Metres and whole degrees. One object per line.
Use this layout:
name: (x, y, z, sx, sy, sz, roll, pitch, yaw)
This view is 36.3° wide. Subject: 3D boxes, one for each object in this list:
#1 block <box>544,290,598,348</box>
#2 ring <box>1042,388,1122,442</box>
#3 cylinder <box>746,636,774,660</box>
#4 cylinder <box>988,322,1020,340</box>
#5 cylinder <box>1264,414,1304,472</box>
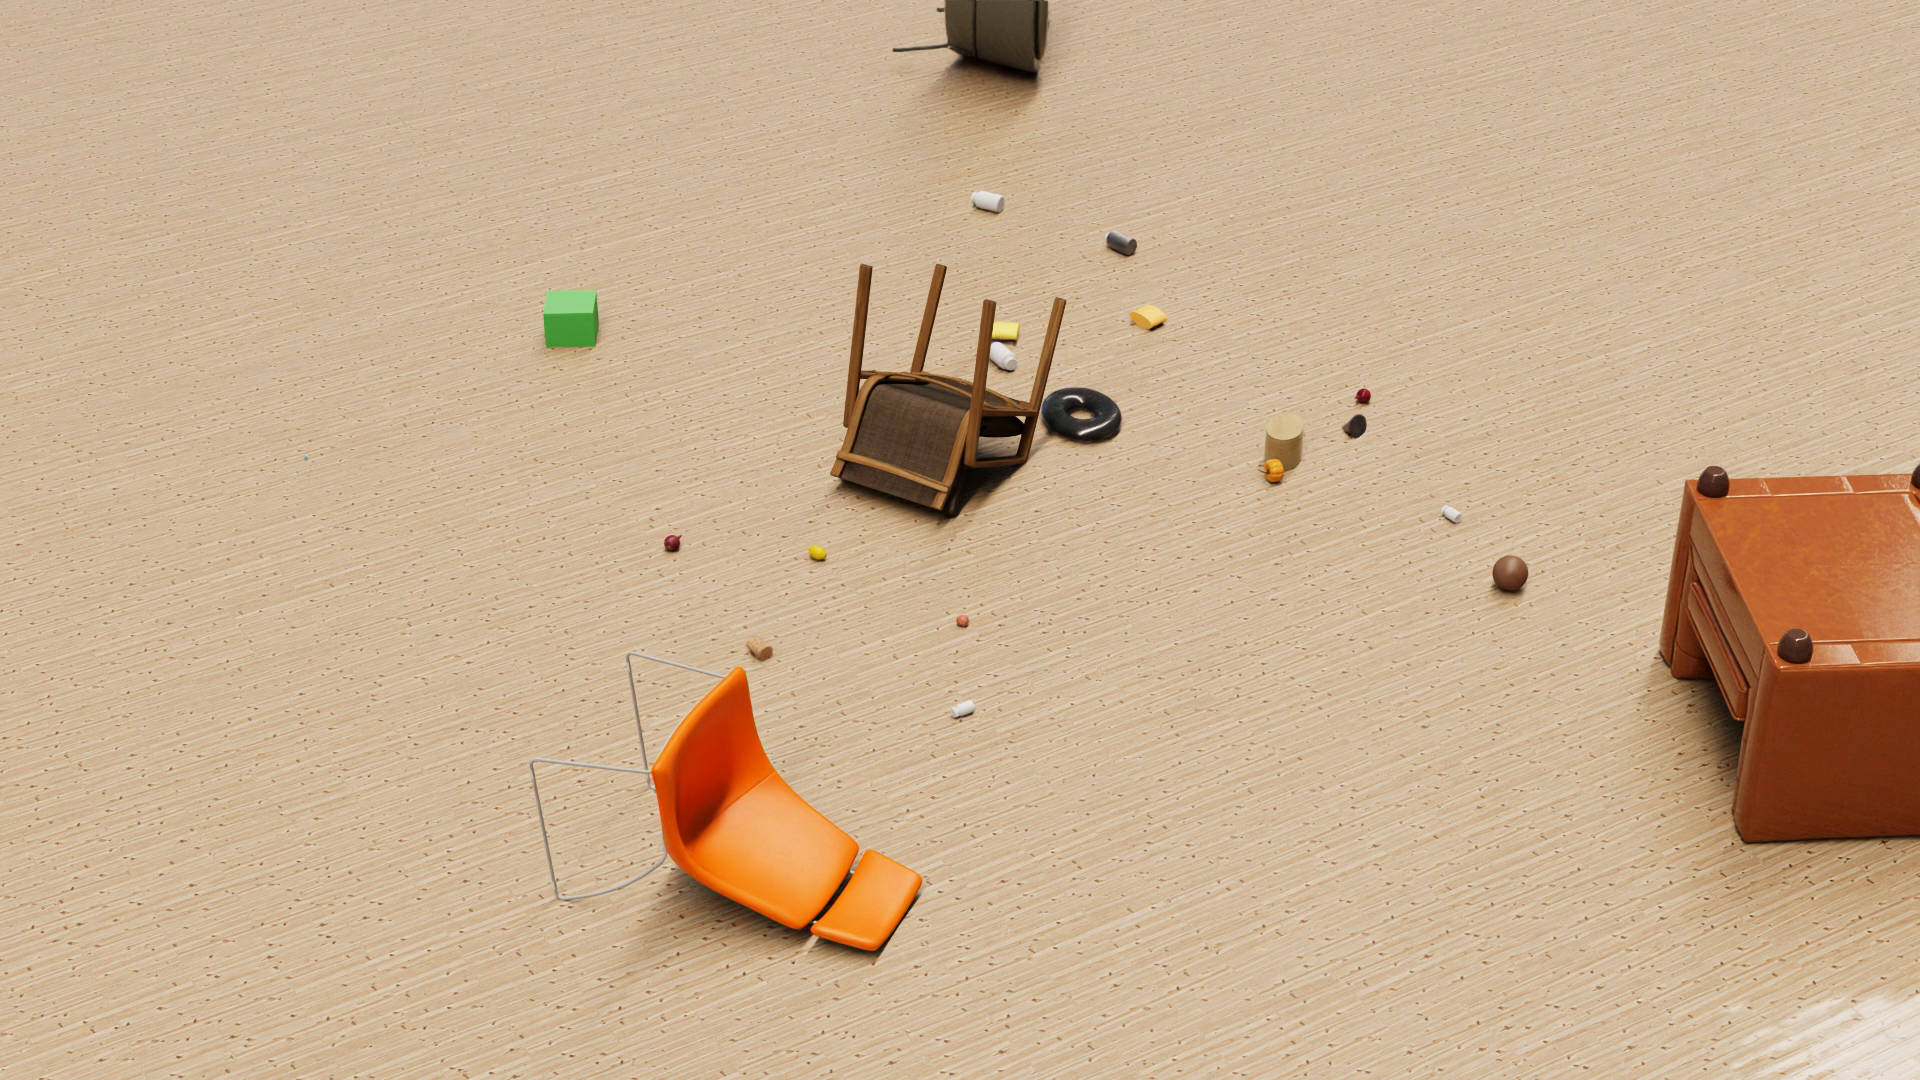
block: (-1.617, -0.921, 12.196, 0.204, 0.160, 0.197, -1, 33, -1)
ring: (0.482, -0.501, 11.647, 0.314, 0.066, 0.389, -9, 34, -14)
cylinder: (-0.705, 0.379, 10.320, 0.058, 0.054, 0.084, -30, 43, -23)
cylinder: (0.185, -0.870, 12.212, 0.116, 0.058, 0.111, 5, 29, 7)
cylinder: (1.259, -0.380, 11.390, 0.143, 0.144, 0.205, 10, 35, 14)
